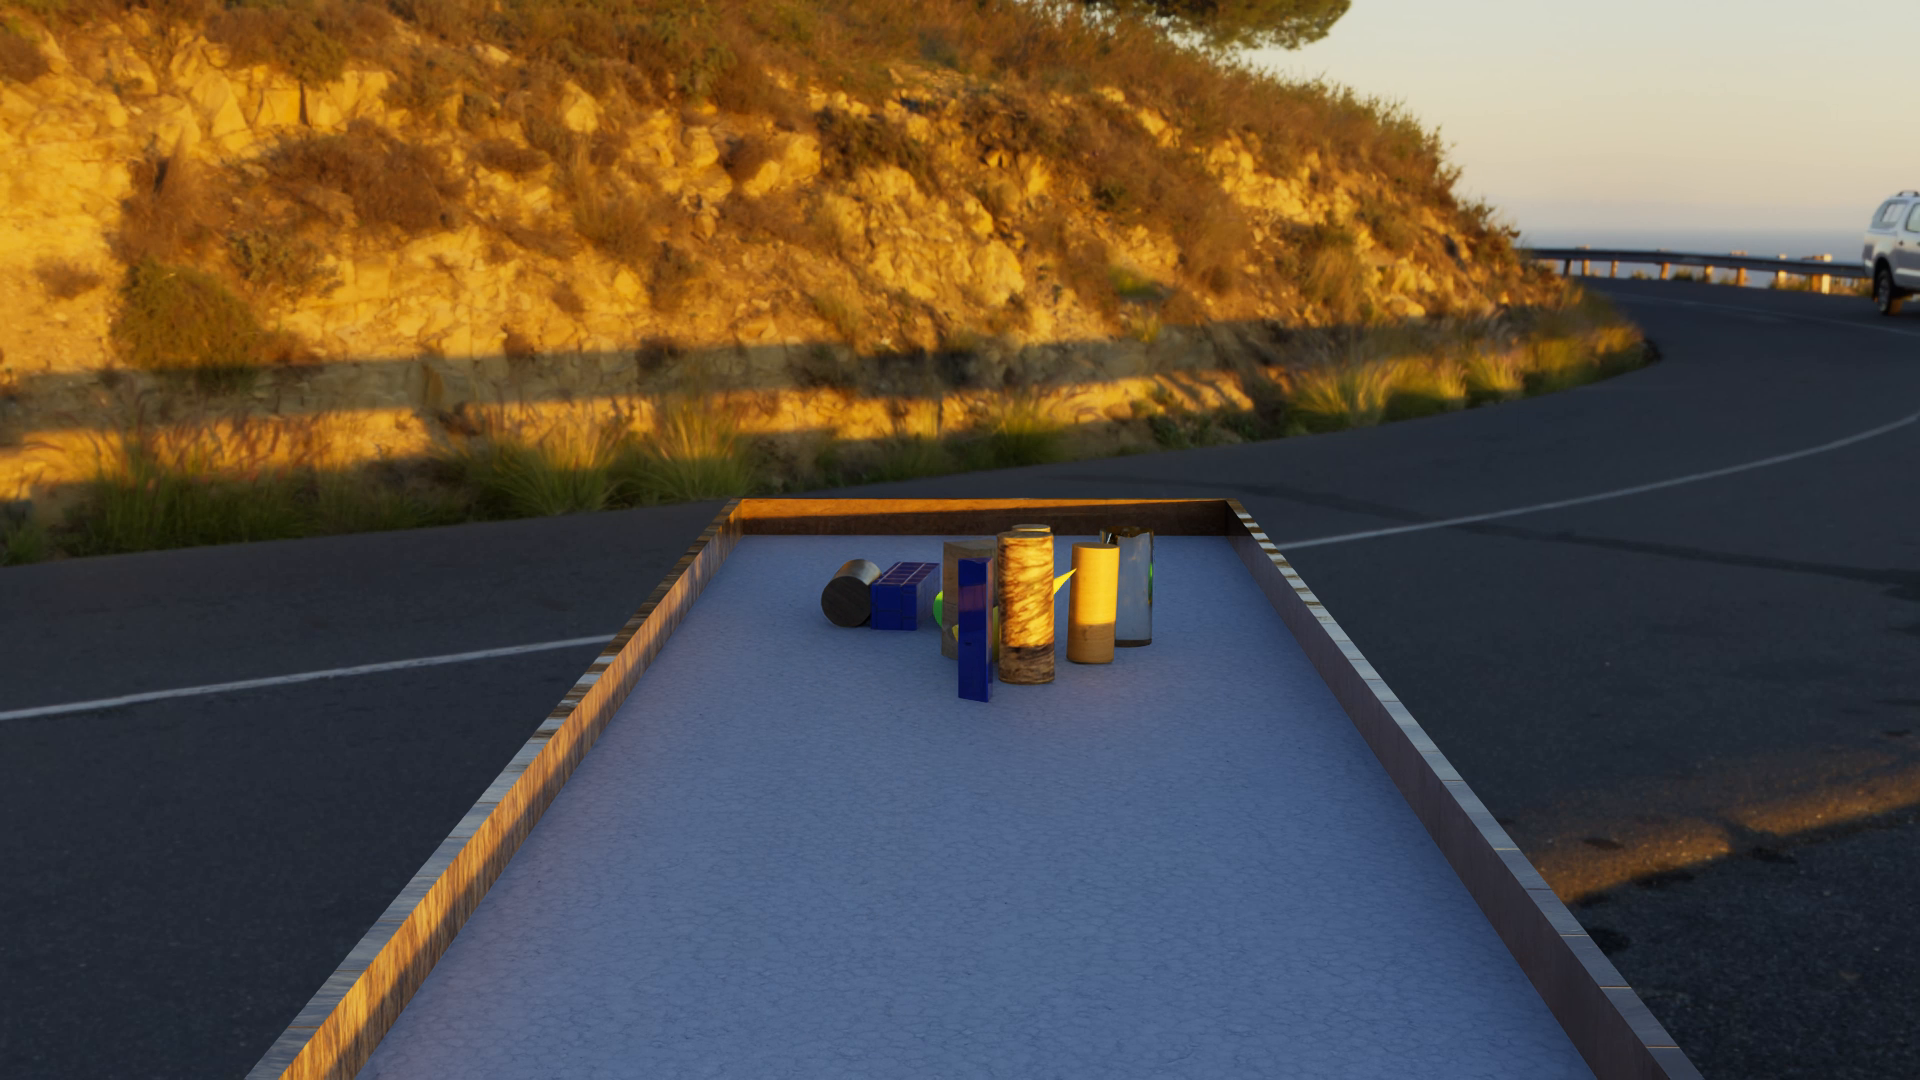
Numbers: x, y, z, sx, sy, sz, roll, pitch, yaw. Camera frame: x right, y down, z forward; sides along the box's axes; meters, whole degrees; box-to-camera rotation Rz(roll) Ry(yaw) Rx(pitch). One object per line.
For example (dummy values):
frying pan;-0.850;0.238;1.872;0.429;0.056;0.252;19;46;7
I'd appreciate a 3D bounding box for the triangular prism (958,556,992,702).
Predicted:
triangular prism;0.063;0.248;6.178;0.103;0.396;0.089;7;11;38

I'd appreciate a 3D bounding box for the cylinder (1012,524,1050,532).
cylinder;0.224;0.139;6.962;0.121;0.366;0.121;0;9;0

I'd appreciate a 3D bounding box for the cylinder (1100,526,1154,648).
cylinder;0.523;0.146;6.942;0.170;0.359;0.170;0;9;0

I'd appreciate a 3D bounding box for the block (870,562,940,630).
block;-0.179;0.185;7.360;0.150;0.150;0.440;1;9;9

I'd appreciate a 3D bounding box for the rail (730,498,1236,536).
rail;0.099;-0.098;9.147;2.100;0.150;0.050;0;9;1

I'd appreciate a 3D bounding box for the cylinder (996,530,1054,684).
cylinder;0.192;0.195;6.406;0.165;0.427;0.165;-1;8;0

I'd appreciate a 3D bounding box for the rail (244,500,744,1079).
rail;-1.004;0.839;3.234;0.050;0.150;12.000;0;9;1

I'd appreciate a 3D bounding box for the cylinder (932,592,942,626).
cylinder;0.045;0.197;7.299;0.146;0.146;0.397;3;10;19

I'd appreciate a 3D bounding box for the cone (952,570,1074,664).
cone;0.190;0.205;6.575;0.413;0.165;0.165;-36;21;-15

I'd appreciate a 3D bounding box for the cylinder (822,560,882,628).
cylinder;-0.357;0.175;7.360;0.170;0.170;0.343;1;9;4

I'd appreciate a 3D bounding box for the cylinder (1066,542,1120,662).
cylinder;0.404;0.189;6.684;0.144;0.348;0.144;2;8;0

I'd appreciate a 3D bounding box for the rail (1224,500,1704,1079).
rail;1.046;0.843;3.208;0.050;0.150;12.000;0;9;1

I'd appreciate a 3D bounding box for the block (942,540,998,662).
block;0.063;0.186;6.704;0.171;0.350;0.171;-4;10;-30
